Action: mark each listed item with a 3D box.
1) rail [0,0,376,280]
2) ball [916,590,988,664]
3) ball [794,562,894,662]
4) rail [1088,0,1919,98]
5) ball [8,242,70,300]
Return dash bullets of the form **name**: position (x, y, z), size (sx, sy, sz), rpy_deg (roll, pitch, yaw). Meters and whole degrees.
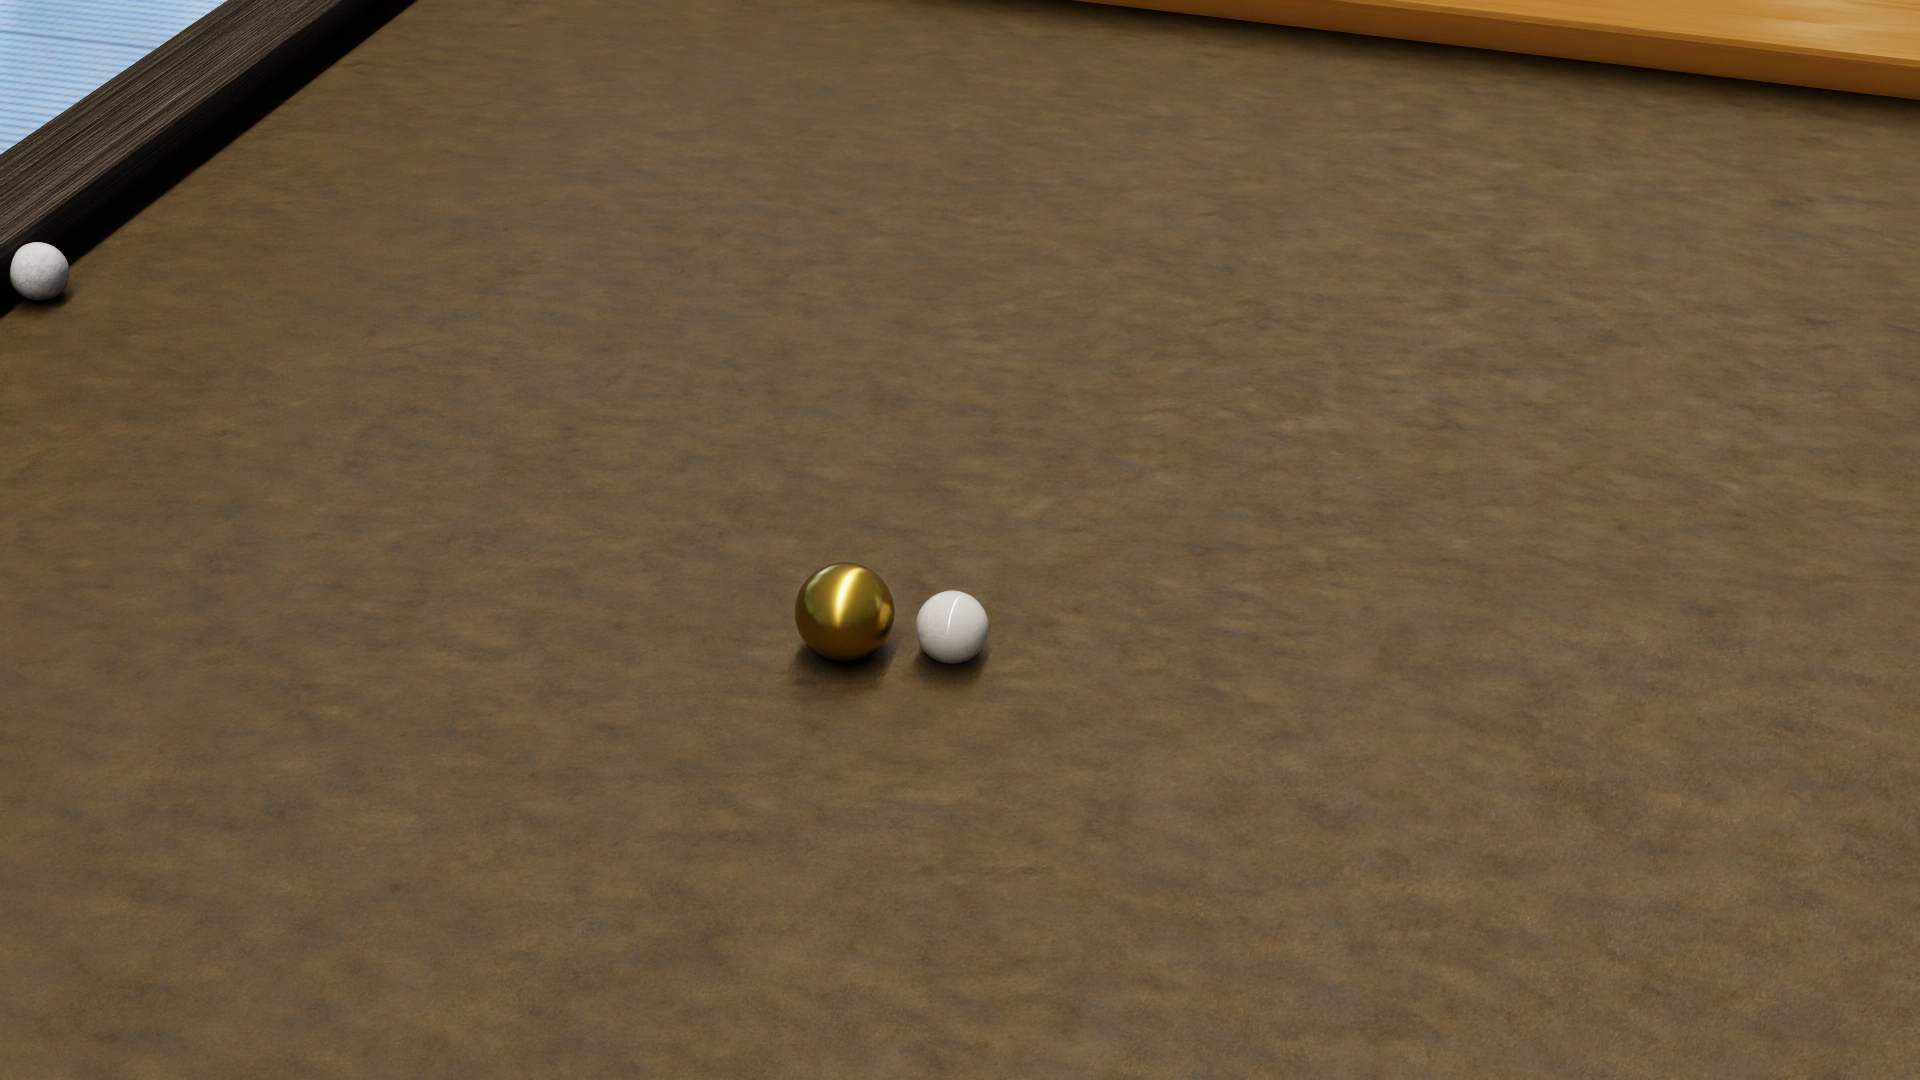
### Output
- **rail**: position (-0.955, -0.191, 2.266), size (0.045, 0.114, 2.387), rpy_deg (10, 35, 15)
- **ball**: position (-0.006, 0.066, 1.934), size (0.055, 0.055, 0.055), rpy_deg (0, 34, 0)
- **ball**: position (-0.087, 0.054, 1.933), size (0.076, 0.076, 0.076), rpy_deg (0, 34, 0)
- **rail**: position (1.330, -0.470, 2.687), size (4.102, 0.114, 0.045), rpy_deg (10, 35, 15)
- **ball**: position (-0.867, -0.253, 2.415), size (0.055, 0.055, 0.055), rpy_deg (0, 34, 0)
